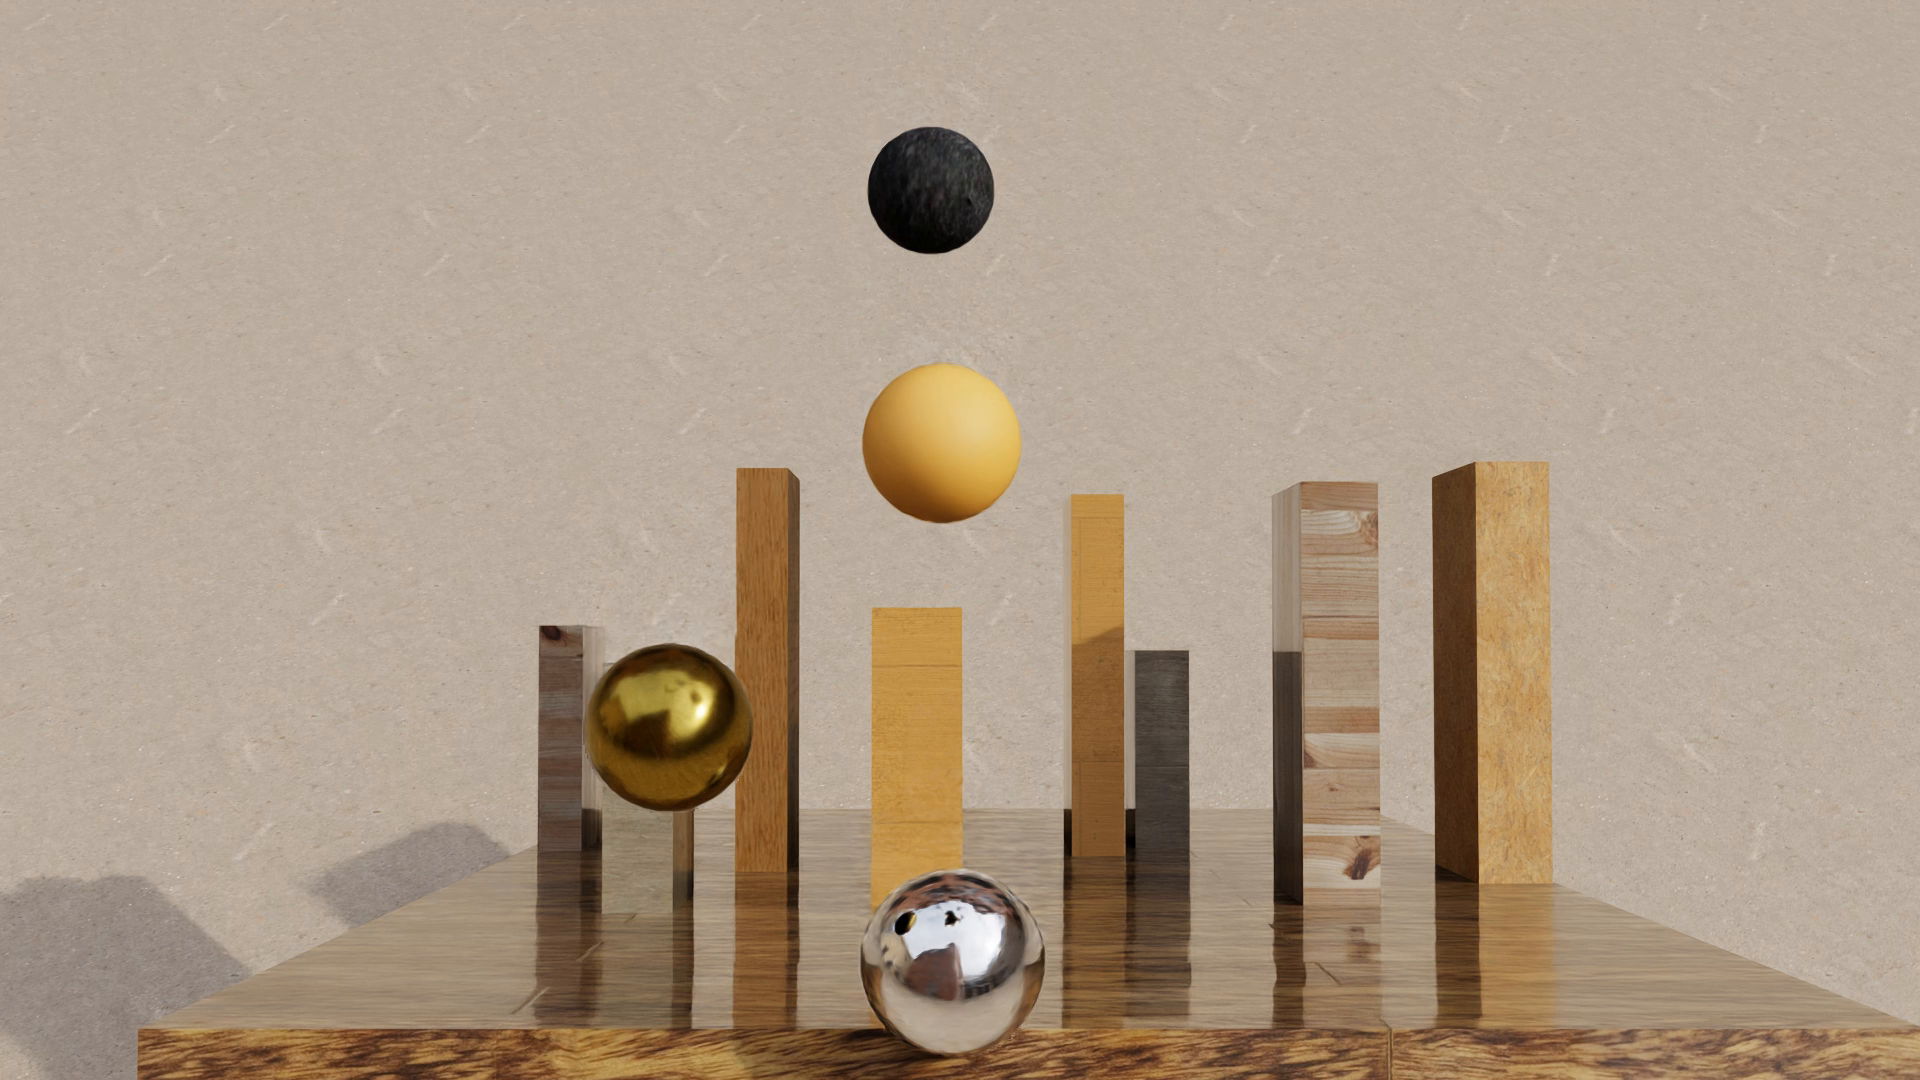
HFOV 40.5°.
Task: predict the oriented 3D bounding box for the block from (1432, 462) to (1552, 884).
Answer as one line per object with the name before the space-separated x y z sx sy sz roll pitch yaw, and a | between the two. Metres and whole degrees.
block | 1.007 0.249 4.943 0.134 0.766 0.438 0 -2 0

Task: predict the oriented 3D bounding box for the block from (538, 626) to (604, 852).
block | -0.842 0.424 5.646 0.092 0.474 0.343 0 -2 0

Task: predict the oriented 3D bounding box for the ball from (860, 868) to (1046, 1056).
ball | -0.008 0.463 2.852 0.204 0.204 0.204 0 37 0

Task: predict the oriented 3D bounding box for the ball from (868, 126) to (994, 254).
ball | -0.034 -0.407 3.030 0.148 0.148 0.148 0 37 0

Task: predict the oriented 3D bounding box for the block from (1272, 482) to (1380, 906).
block | 0.633 0.262 4.529 0.129 0.704 0.410 0 -2 0

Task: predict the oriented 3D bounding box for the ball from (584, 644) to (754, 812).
ball | -0.310 0.199 2.770 0.179 0.179 0.179 0 37 0

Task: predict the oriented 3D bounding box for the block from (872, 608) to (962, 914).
block | -0.069 0.359 4.307 0.146 0.491 0.264 0 -2 0

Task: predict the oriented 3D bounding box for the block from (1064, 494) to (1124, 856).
block | 0.283 0.286 5.550 0.109 0.742 0.418 0 -2 0

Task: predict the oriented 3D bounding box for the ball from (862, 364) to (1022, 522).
ball | -0.018 -0.093 2.505 0.154 0.154 0.154 0 37 0

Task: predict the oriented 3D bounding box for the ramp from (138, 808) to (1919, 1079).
ramp | 0.080 0.680 4.905 2.000 0.100 4.000 0 -2 0

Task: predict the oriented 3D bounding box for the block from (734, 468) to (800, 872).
block | -0.379 0.255 5.158 0.099 0.771 0.368 0 -2 0

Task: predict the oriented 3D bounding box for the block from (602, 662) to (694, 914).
block | -0.519 0.406 4.354 0.114 0.401 0.329 0 -2 0

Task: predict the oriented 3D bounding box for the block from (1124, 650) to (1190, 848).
block | 0.431 0.453 5.718 0.116 0.421 0.344 0 -2 0
